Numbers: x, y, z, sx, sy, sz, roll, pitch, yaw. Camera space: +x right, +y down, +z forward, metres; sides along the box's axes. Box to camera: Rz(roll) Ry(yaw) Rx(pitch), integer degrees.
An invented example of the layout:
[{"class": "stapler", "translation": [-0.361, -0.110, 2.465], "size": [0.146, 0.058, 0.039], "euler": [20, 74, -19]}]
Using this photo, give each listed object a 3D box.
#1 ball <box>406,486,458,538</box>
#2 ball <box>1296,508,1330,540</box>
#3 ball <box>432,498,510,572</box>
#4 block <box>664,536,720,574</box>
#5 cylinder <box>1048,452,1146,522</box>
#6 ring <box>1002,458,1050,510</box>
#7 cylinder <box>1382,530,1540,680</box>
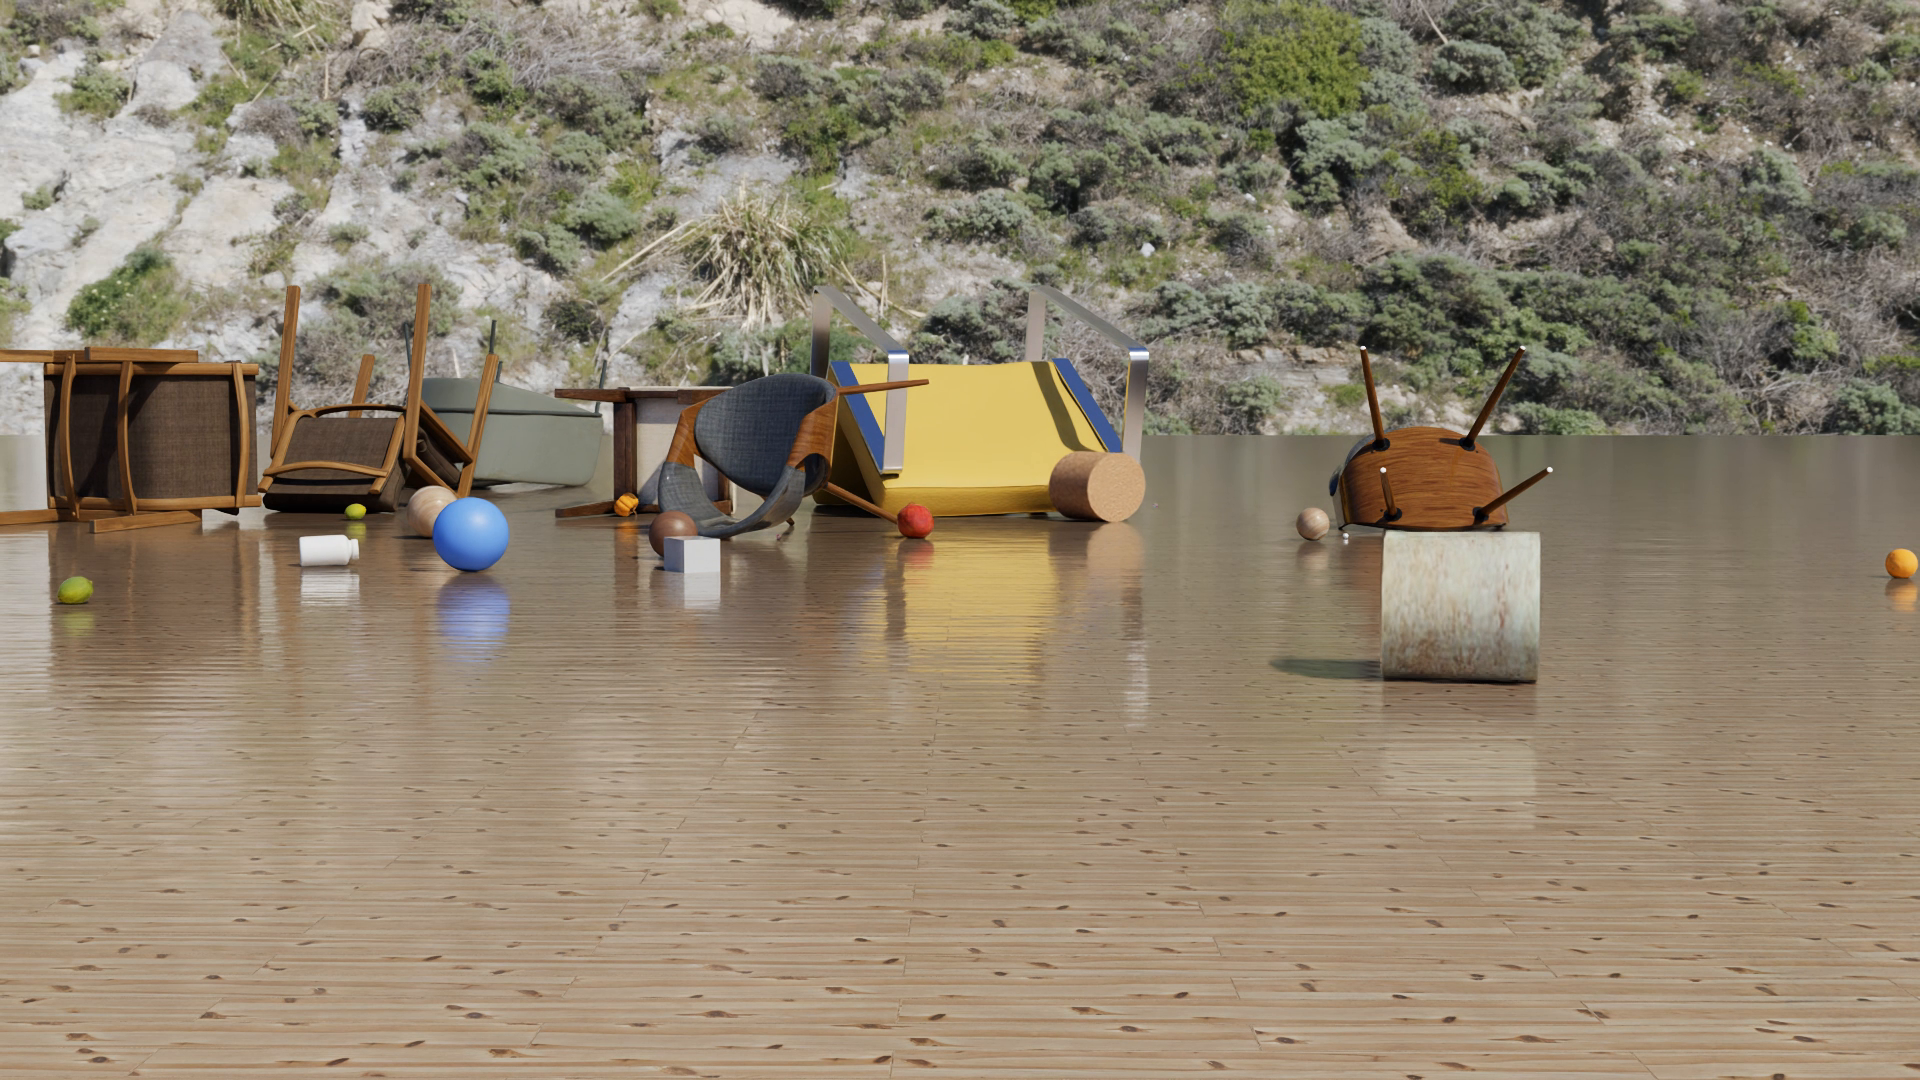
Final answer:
[{"class": "ball", "translation": [-1.578, -0.084, 6.592], "size": [0.161, 0.161, 0.161], "euler": [0, 4, 0]}, {"class": "ball", "translation": [1.045, -0.047, 6.511], "size": [0.100, 0.100, 0.100], "euler": [0, 4, 0]}, {"class": "ball", "translation": [-1.200, -0.013, 5.396], "size": [0.184, 0.184, 0.184], "euler": [0, 4, 0]}, {"class": "block", "translation": [-0.665, 0.035, 5.450], "size": [0.094, 0.080, 0.140], "euler": [-2, 4, -28]}, {"class": "cylinder", "translation": [0.468, -0.184, 7.522], "size": [0.252, 0.232, 0.215], "euler": [-20, 14, -32]}, {"class": "ring", "translation": [0.249, -0.207, 8.271], "size": [0.173, 0.153, 0.420], "euler": [1, 12, -9]}, {"class": "cylinder", "translation": [0.777, 0.101, 3.413], "size": [0.232, 0.228, 0.230], "euler": [1, 27, 13]}]
